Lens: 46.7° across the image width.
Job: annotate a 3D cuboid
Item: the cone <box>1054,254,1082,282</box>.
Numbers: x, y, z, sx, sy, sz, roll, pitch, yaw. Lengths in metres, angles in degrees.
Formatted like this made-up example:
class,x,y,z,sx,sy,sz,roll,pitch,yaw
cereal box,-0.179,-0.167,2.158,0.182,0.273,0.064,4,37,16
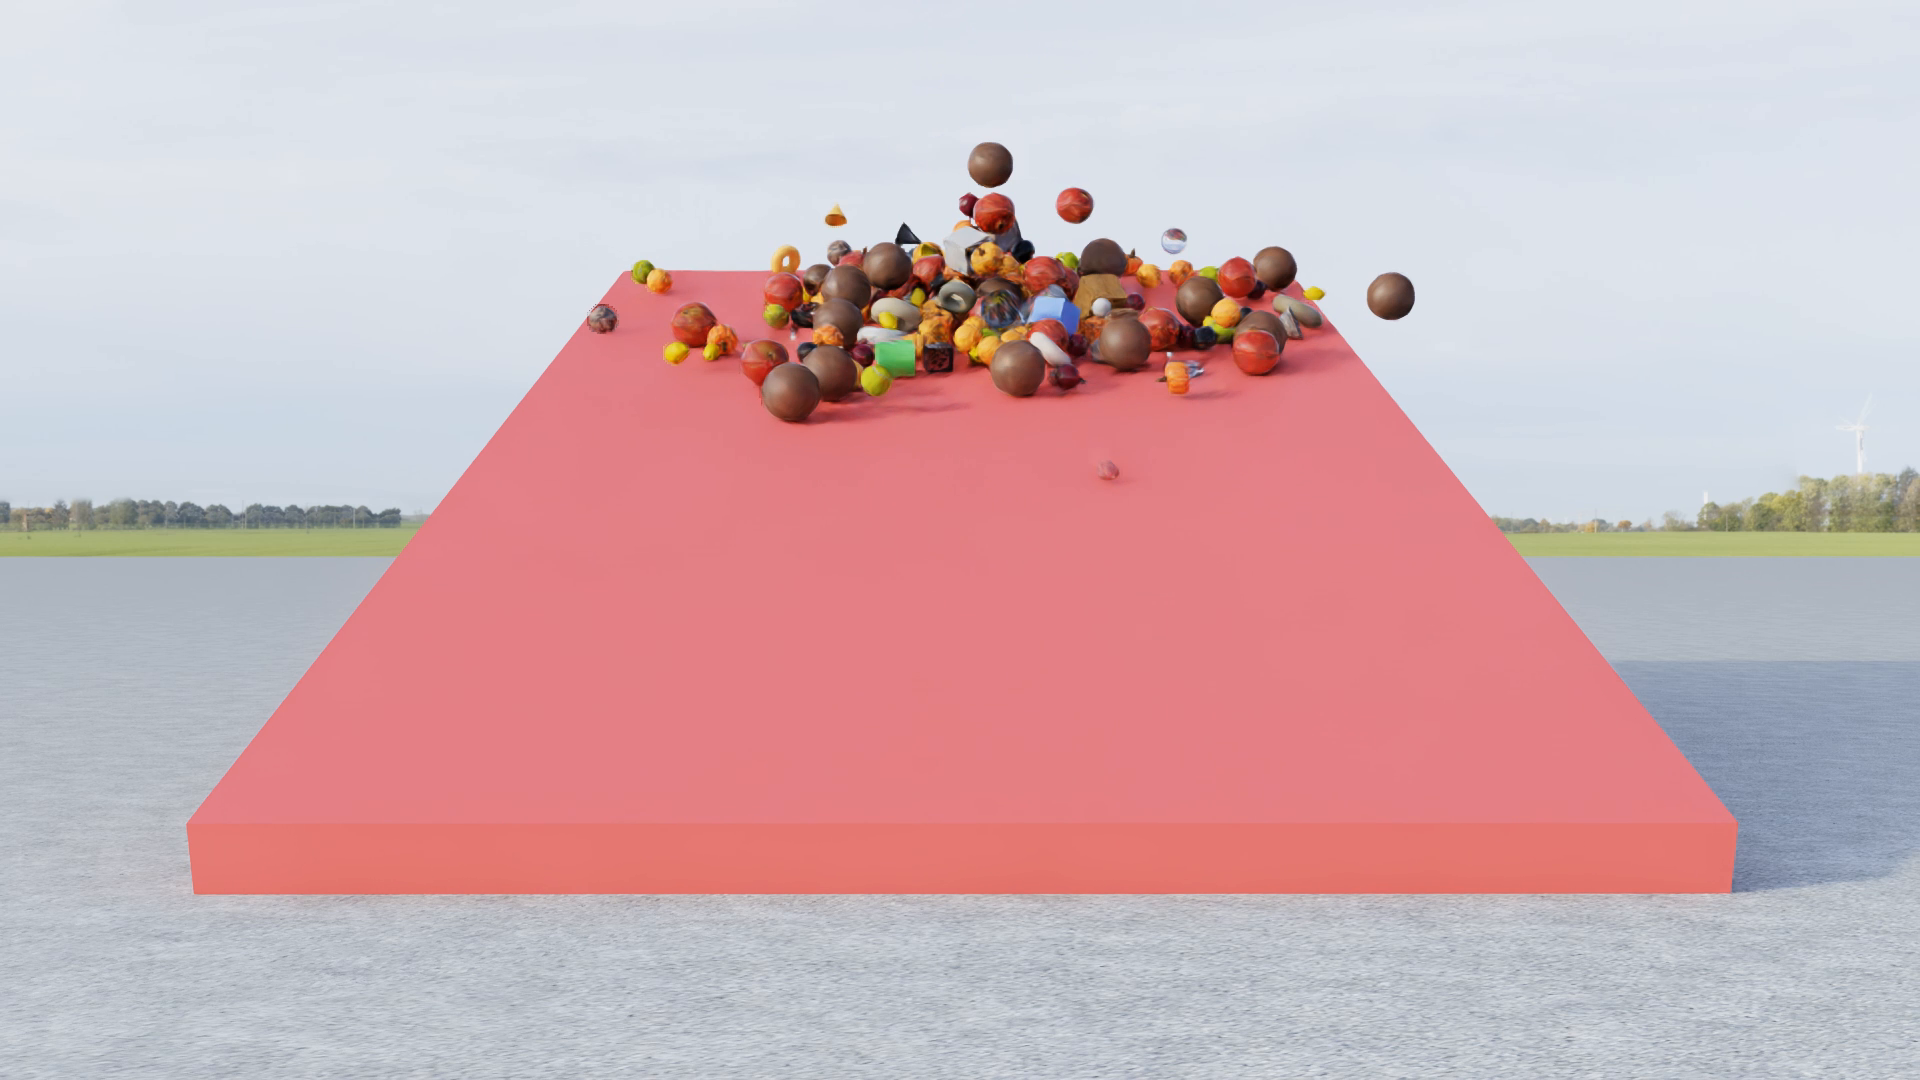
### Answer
class,x,y,z,sx,sy,sz,roll,pitch,yaw
cone,0.304,-0.794,6.561,0.080,0.080,0.080,0,-8,-39

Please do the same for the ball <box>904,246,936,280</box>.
class,x,y,z,sx,sy,sz,roll,pitch,yaw
ball,-0.117,-0.807,6.472,0.096,0.096,0.096,0,0,0

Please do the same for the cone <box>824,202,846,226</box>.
class,x,y,z,sx,sy,sz,roll,pitch,yaw
cone,-0.344,-0.914,6.181,0.063,0.063,0.063,2,-27,1

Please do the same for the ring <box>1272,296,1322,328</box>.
class,x,y,z,sx,sy,sz,roll,pitch,yaw
ring,0.888,-0.601,5.852,0.143,0.048,0.143,27,5,-2

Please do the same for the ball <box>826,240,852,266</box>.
class,x,y,z,sx,sy,sz,roll,pitch,yaw
ball,-0.348,-0.827,6.414,0.077,0.077,0.077,0,0,0

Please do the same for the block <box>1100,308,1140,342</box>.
class,x,y,z,sx,sy,sz,roll,pitch,yaw
block,0.411,-0.552,5.703,0.076,0.076,0.076,-6,11,-18

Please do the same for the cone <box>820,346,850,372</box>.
class,x,y,z,sx,sy,sz,roll,pitch,yaw
cone,-0.308,-0.422,5.367,0.072,0.072,0.072,-24,-6,12

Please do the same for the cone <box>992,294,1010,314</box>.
class,x,y,z,sx,sy,sz,roll,pitch,yaw
cone,0.127,-0.631,6.058,0.060,0.060,0.060,29,1,2

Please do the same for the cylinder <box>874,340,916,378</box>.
class,x,y,z,sx,sy,sz,roll,pitch,yaw
cylinder,-0.153,-0.431,5.303,0.086,0.086,0.086,-7,1,-9

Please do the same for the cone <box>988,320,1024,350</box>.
class,x,y,z,sx,sy,sz,roll,pitch,yaw
cone,0.096,-0.519,5.665,0.096,0.096,0.096,0,-12,-30

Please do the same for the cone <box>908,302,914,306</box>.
class,x,y,z,sx,sy,sz,roll,pitch,yaw
cone,-0.159,-0.593,5.927,0.069,0.069,0.069,0,-12,-30

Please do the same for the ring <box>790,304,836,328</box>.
class,x,y,z,sx,sy,sz,roll,pitch,yaw
ring,-0.389,-0.597,5.909,0.122,0.041,0.122,-1,25,1

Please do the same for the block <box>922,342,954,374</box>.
class,x,y,z,sx,sy,sz,roll,pitch,yaw
block,-0.053,-0.441,5.385,0.060,0.060,0.060,-5,18,-16

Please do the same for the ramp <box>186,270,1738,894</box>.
class,x,y,z,sx,sy,sz,roll,pitch,yaw
ramp,-0.003,-0.175,4.790,2.000,0.100,4.000,0,17,0

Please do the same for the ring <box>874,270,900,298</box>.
class,x,y,z,sx,sy,sz,roll,pitch,yaw
ring,-0.202,-0.709,6.167,0.083,0.083,0.028,0,22,-42

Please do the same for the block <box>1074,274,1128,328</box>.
class,x,y,z,sx,sy,sz,roll,pitch,yaw
block,0.364,-0.620,5.769,0.096,0.096,0.096,-4,-44,-19

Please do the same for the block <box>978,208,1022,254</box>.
class,x,y,z,sx,sy,sz,roll,pitch,yaw
block,0.112,-0.853,6.139,0.078,0.078,0.078,-34,47,-16

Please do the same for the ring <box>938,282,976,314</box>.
class,x,y,z,sx,sy,sz,roll,pitch,yaw
ring,-0.007,-0.608,5.582,0.097,0.032,0.097,9,-38,7

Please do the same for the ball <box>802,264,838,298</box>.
class,x,y,z,sx,sy,sz,roll,pitch,yaw
ball,-0.382,-0.709,6.082,0.097,0.097,0.097,0,0,0

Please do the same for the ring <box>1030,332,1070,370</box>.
class,x,y,z,sx,sy,sz,roll,pitch,yaw
ring,0.213,-0.445,5.246,0.118,0.039,0.118,42,2,-2

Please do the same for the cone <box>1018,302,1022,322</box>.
class,x,y,z,sx,sy,sz,roll,pitch,yaw
cone,0.156,-0.596,5.950,0.056,0.056,0.056,0,44,3

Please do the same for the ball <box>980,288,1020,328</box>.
class,x,y,z,sx,sy,sz,roll,pitch,yaw
ball,0.098,-0.561,5.393,0.096,0.096,0.096,0,0,0

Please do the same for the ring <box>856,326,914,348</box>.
class,x,y,z,sx,sy,sz,roll,pitch,yaw
ring,-0.187,-0.502,5.557,0.145,0.048,0.145,8,1,0

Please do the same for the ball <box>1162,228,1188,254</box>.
class,x,y,z,sx,sy,sz,roll,pitch,yaw
ball,0.522,-0.729,5.418,0.065,0.065,0.065,0,0,0

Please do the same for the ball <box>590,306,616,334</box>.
class,x,y,z,sx,sy,sz,roll,pitch,yaw
ball,-0.931,-0.574,5.795,0.071,0.071,0.071,0,0,0

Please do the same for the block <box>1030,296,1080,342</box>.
class,x,y,z,sx,sy,sz,roll,pitch,yaw
block,0.236,-0.548,5.518,0.084,0.084,0.084,6,-12,34

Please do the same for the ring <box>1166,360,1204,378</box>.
class,x,y,z,sx,sy,sz,roll,pitch,yaw
ring,0.538,-0.411,5.340,0.093,0.031,0.093,1,16,0

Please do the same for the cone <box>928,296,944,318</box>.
class,x,y,z,sx,sy,sz,roll,pitch,yaw
cone,-0.069,-0.609,5.923,0.058,0.058,0.058,0,44,49

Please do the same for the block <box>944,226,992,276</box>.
class,x,y,z,sx,sy,sz,roll,pitch,yaw
block,0.020,-0.767,5.900,0.086,0.086,0.086,-31,43,-29

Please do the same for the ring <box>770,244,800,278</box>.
class,x,y,z,sx,sy,sz,roll,pitch,yaw
ring,-0.515,-0.824,6.570,0.101,0.101,0.034,0,22,-43

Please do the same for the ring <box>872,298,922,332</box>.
class,x,y,z,sx,sy,sz,roll,pitch,yaw
ring,-0.163,-0.578,5.713,0.136,0.045,0.136,13,-19,4

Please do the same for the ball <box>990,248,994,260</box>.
class,x,y,z,sx,sy,sz,roll,pitch,yaw
ball,0.053,-0.853,6.646,0.098,0.098,0.098,0,0,0

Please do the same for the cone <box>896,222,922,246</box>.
class,x,y,z,sx,sy,sz,roll,pitch,yaw
cone,-0.134,-0.829,6.118,0.067,0.067,0.067,24,3,7

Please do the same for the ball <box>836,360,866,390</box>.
class,x,y,z,sx,sy,sz,roll,pitch,yaw
ball,-0.255,-0.383,5.179,0.070,0.070,0.070,0,0,0

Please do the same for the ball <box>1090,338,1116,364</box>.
class,x,y,z,sx,sy,sz,roll,pitch,yaw
ball,0.351,-0.465,5.461,0.062,0.062,0.062,0,0,0

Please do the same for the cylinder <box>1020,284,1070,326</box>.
class,x,y,z,sx,sy,sz,roll,pitch,yaw
cylinder,0.218,-0.588,5.640,0.093,0.093,0.093,-34,-21,34

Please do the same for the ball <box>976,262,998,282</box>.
class,x,y,z,sx,sy,sz,roll,pitch,yaw
ball,0.076,-0.753,6.210,0.060,0.060,0.060,0,0,0

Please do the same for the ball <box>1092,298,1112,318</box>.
class,x,y,z,sx,sy,sz,roll,pitch,yaw
ball,0.358,-0.586,5.609,0.051,0.051,0.051,0,0,0

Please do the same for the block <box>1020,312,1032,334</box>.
class,x,y,z,sx,sy,sz,roll,pitch,yaw
block,0.202,-0.576,5.781,0.061,0.061,0.061,-17,0,-38

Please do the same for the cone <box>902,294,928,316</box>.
class,x,y,z,sx,sy,sz,roll,pitch,yaw
cone,-0.125,-0.605,5.952,0.077,0.077,0.077,0,41,6

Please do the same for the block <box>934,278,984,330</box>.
class,x,y,z,sx,sy,sz,roll,pitch,yaw
block,0.006,-0.618,5.811,0.084,0.084,0.084,40,-3,-42
